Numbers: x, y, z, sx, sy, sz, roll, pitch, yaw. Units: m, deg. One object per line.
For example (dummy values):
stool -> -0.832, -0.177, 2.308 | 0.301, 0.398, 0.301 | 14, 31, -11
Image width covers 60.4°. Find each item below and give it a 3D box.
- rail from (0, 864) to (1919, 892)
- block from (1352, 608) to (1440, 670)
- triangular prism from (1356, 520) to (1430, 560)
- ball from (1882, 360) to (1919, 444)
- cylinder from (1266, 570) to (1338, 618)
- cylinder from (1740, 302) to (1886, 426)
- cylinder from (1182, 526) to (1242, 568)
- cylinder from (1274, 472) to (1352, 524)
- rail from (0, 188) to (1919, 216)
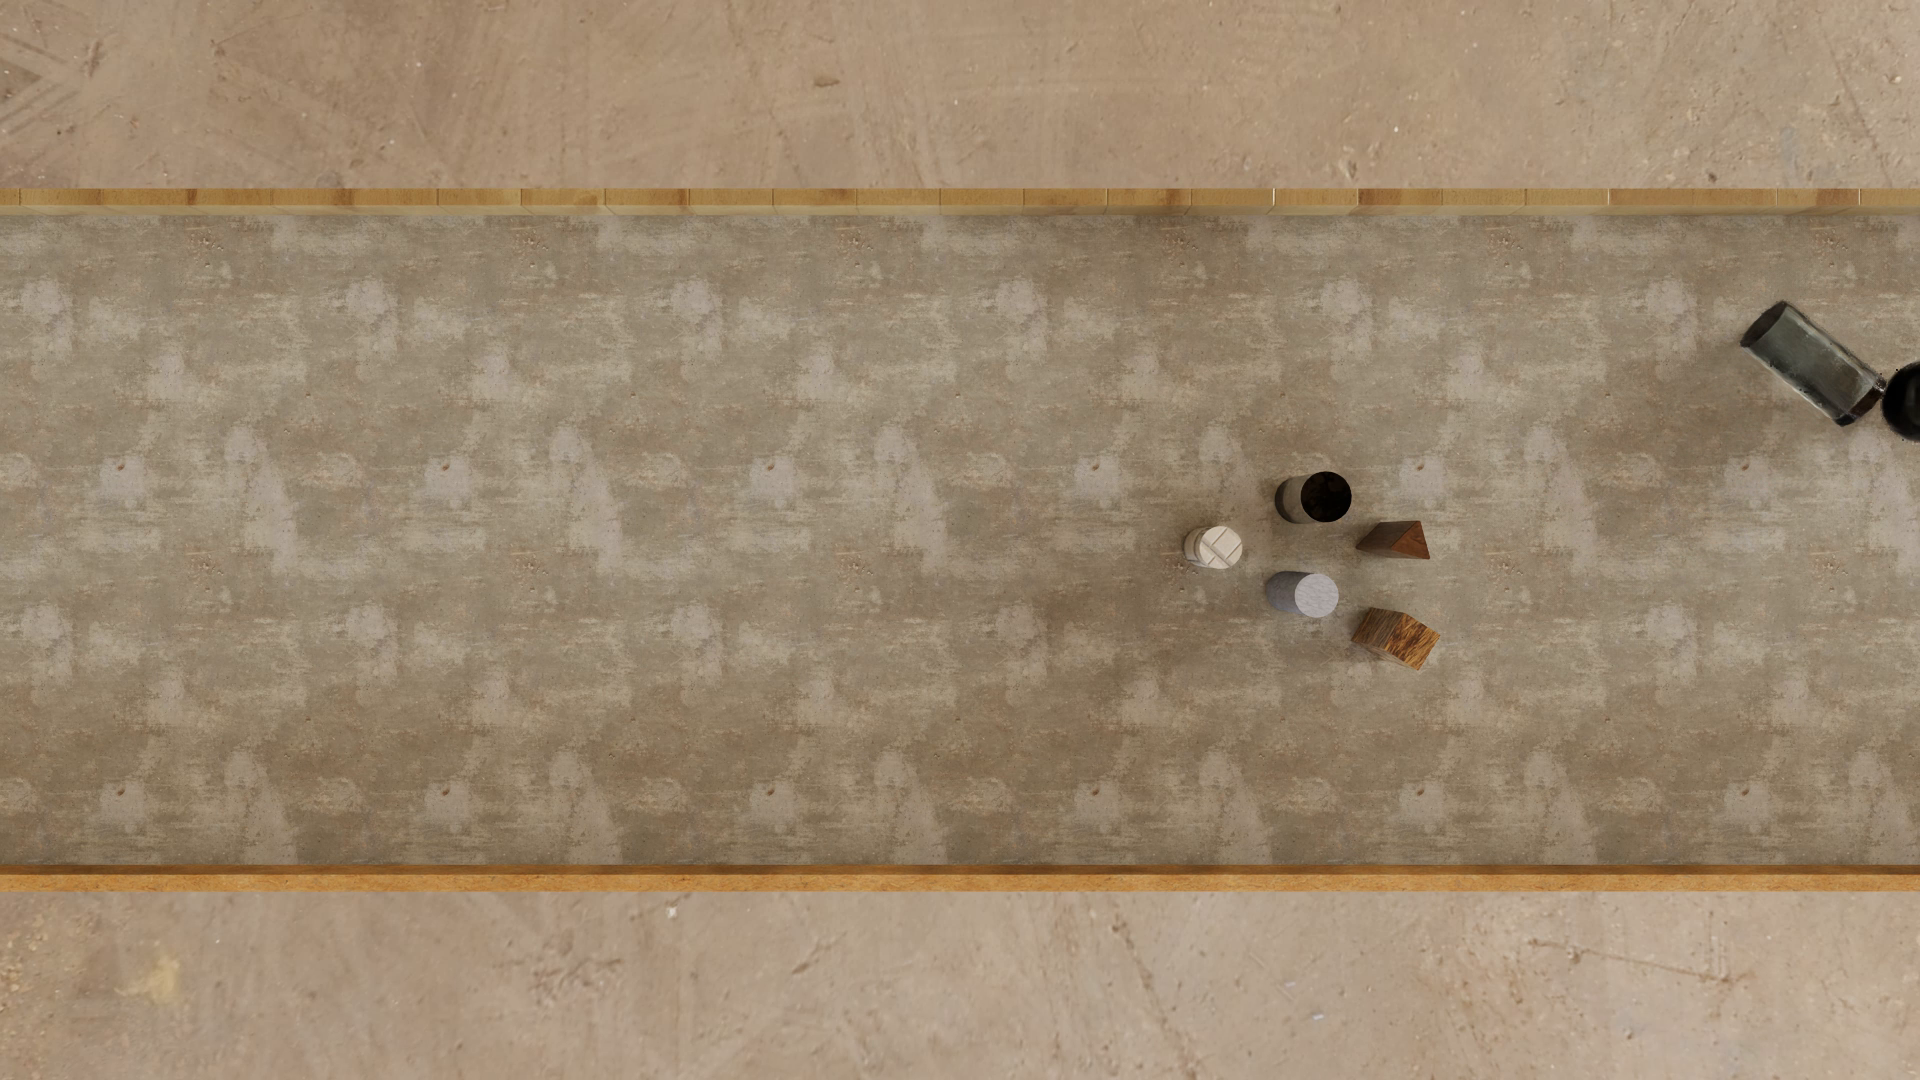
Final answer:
rail -> -2.247, 1.025, 5.001 | 12.000, 0.150, 0.050 | 0, 90, 0
block -> 1.284, 0.289, 4.881 | 0.120, 0.390, 0.120 | 32, 90, 0
triangular prism -> 1.285, -0.008, 4.867 | 0.113, 0.419, 0.098 | 15, 90, 0
ball -> 2.911, -0.416, 4.948 | 0.256, 0.256, 0.256 | 0, 90, 0
cylinder -> 1.005, 0.157, 4.862 | 0.124, 0.429, 0.124 | 0, 90, 0
cylinder -> 2.577, -0.533, 4.987 | 0.381, 0.179, 0.179 | 39, 90, 0
cylinder -> 0.747, 0.022, 4.899 | 0.122, 0.356, 0.122 | 0, 90, 0
cylinder -> 1.041, -0.123, 4.884 | 0.146, 0.385, 0.146 | 0, 90, 0
rail -> -2.247, -1.025, 5.002 | 12.000, 0.150, 0.050 | 0, 90, 0
